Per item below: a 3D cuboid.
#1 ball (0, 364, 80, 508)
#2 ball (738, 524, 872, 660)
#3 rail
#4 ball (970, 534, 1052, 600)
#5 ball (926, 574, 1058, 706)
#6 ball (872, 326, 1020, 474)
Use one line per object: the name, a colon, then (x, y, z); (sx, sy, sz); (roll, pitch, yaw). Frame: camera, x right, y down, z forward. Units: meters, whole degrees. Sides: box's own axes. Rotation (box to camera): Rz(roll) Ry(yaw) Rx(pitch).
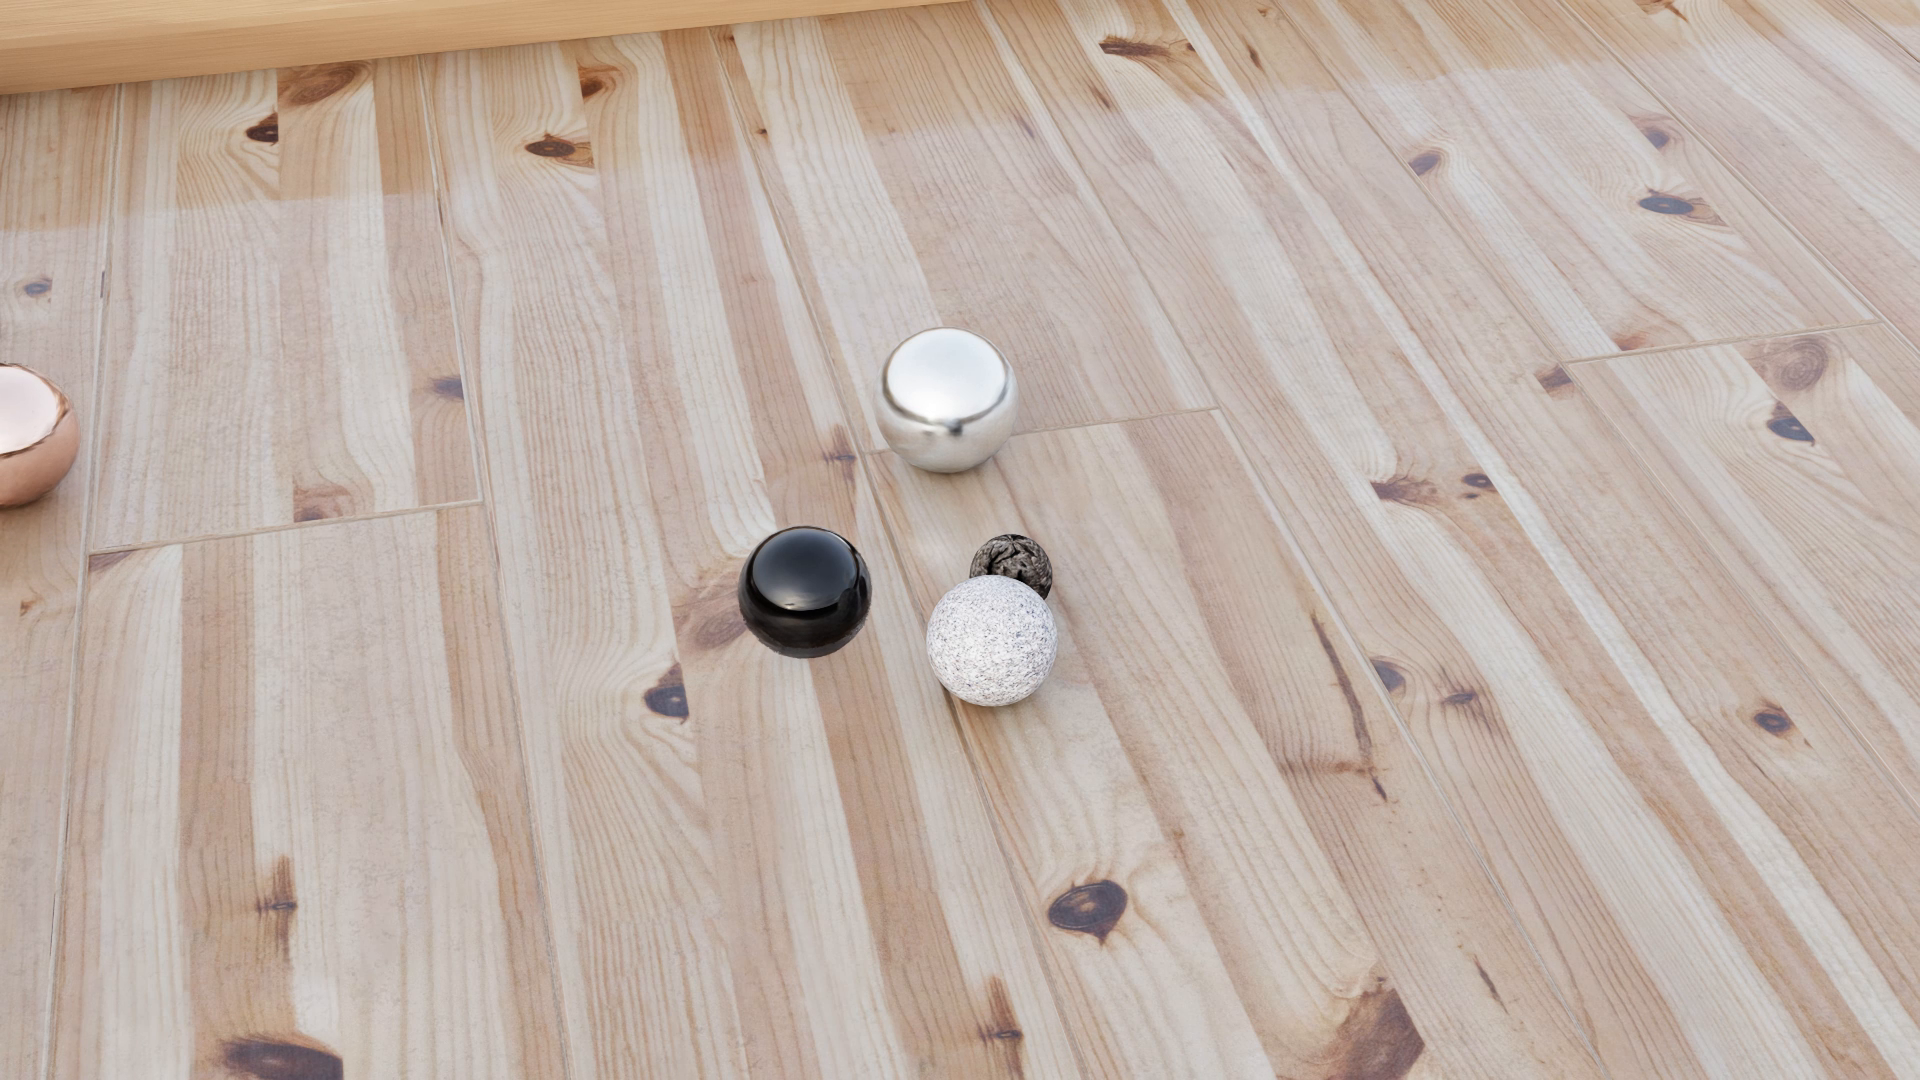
ball: (-0.614, -0.067, 1.646); (0.092, 0.092, 0.092); (0, 36, 0)
ball: (-0.092, 0.031, 1.522); (0.080, 0.080, 0.080); (0, 36, 0)
rail: (0.534, -0.594, 2.341); (2.960, 0.125, 0.045); (-8, 37, -11)
ball: (0.031, 0.022, 1.560); (0.051, 0.051, 0.051); (0, 36, 0)
ball: (0.018, 0.058, 1.487); (0.077, 0.077, 0.077); (0, 36, 0)
ball: (-0.009, -0.092, 1.677); (0.096, 0.096, 0.096); (0, 36, 0)
